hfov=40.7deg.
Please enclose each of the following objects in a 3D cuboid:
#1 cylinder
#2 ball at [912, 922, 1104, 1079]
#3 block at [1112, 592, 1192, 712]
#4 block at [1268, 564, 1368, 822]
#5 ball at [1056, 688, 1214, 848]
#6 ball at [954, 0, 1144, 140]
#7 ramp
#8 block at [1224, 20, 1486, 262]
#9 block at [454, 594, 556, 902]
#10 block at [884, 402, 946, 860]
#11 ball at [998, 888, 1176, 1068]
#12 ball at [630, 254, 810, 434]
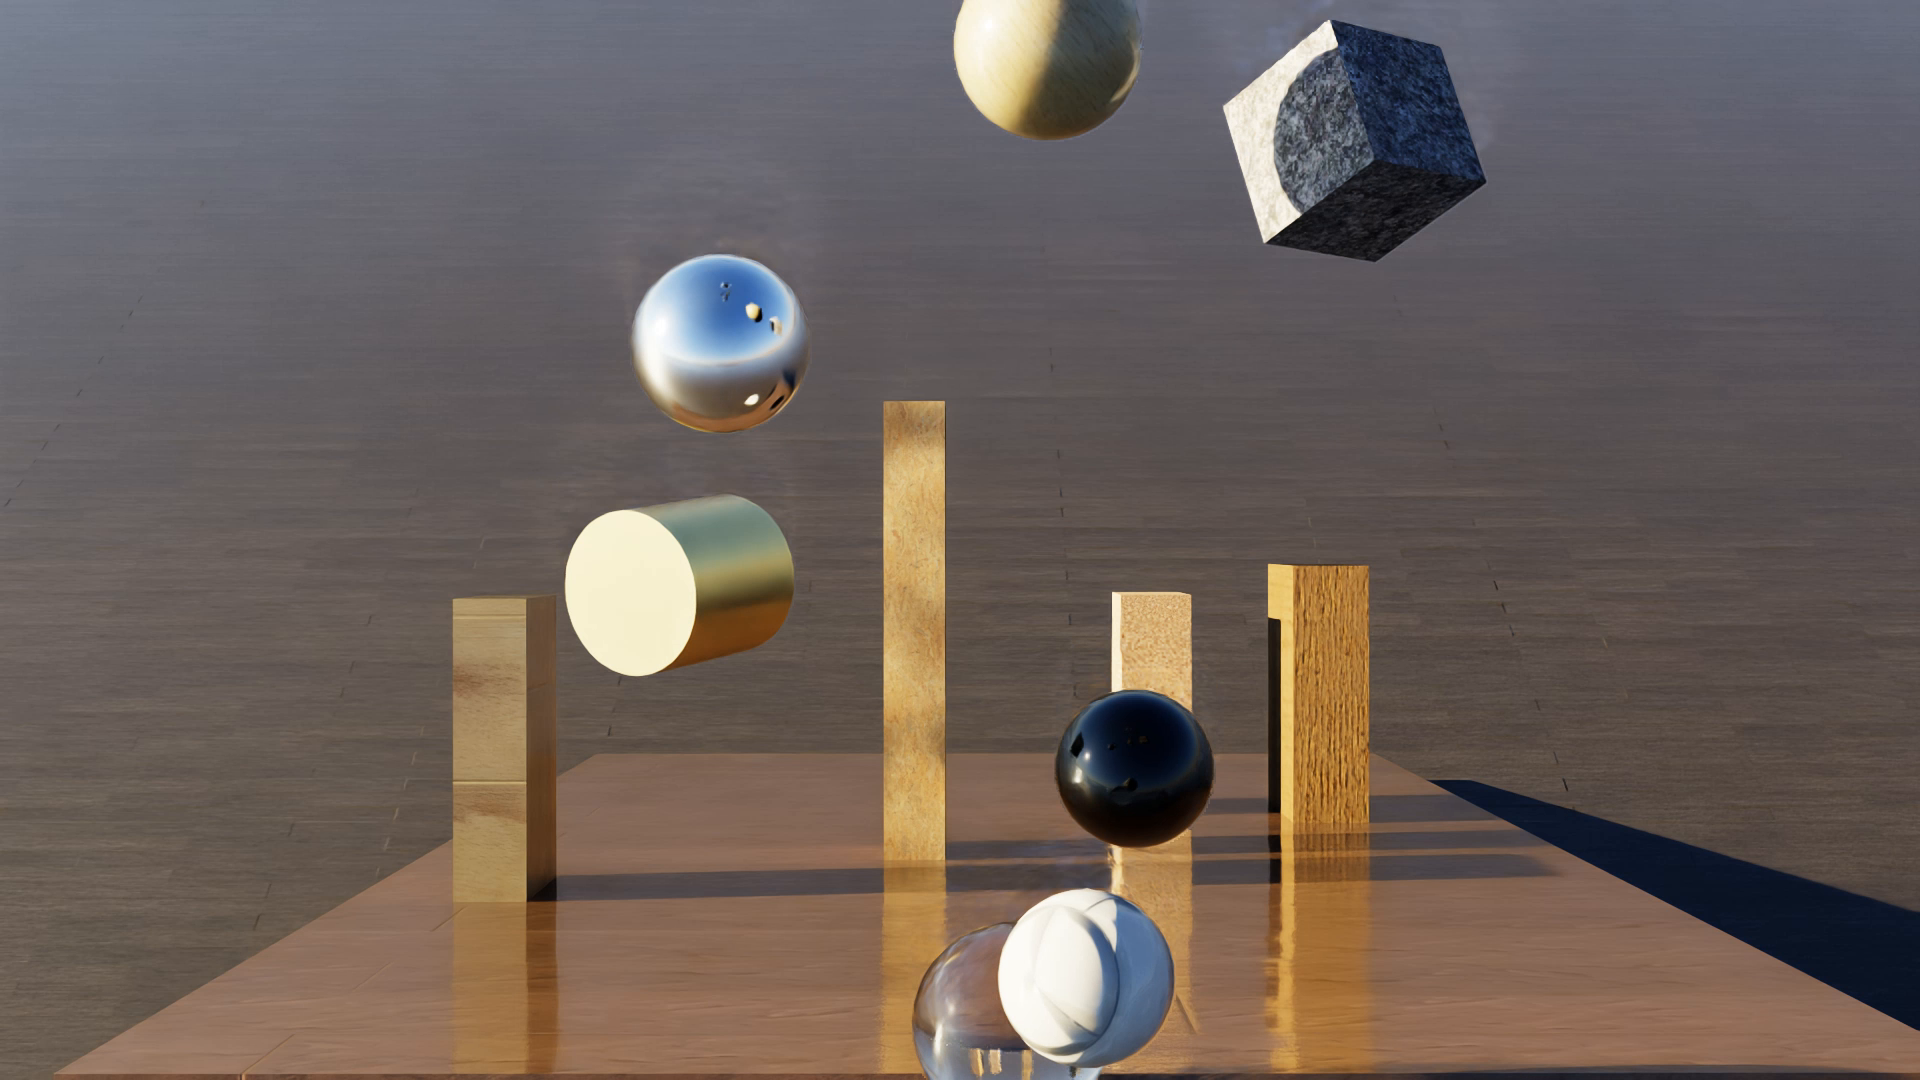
[{"bbox_3d":[-0.323,0.050,2.998,0.189,0.189,0.189,18,16,29],"label":"cylinder"},{"bbox_3d":[0.052,0.478,2.556,0.198,0.198,0.198,0,30,0],"label":"ball"},{"bbox_3d":[0.392,0.329,5.313,0.141,0.439,0.281,0,0,0],"label":"block"},{"bbox_3d":[0.720,0.299,5.220,0.147,0.499,0.402,0,0,0],"label":"block"},{"bbox_3d":[0.196,0.256,2.901,0.178,0.178,0.178,0,30,0],"label":"ball"},{"bbox_3d":[0.073,-0.410,2.144,0.157,0.157,0.157,0,30,0],"label":"ball"},{"bbox_3d":[0.067,0.599,4.658,2.000,0.100,4.000,0,0,0],"label":"ramp"},{"bbox_3d":[0.346,-0.349,2.281,0.141,0.141,0.141,4,63,-38],"label":"block"},{"bbox_3d":[-0.713,0.319,4.068,0.111,0.460,0.293,0,0,0],"label":"block"},{"bbox_3d":[-0.078,0.155,4.560,0.105,0.787,0.246,0,0,0],"label":"block"},{"bbox_3d":[0.117,0.407,2.403,0.164,0.164,0.164,0,30,0],"label":"ball"},{"bbox_3d":[-0.220,-0.180,2.380,0.165,0.165,0.165,0,30,0],"label":"ball"}]
